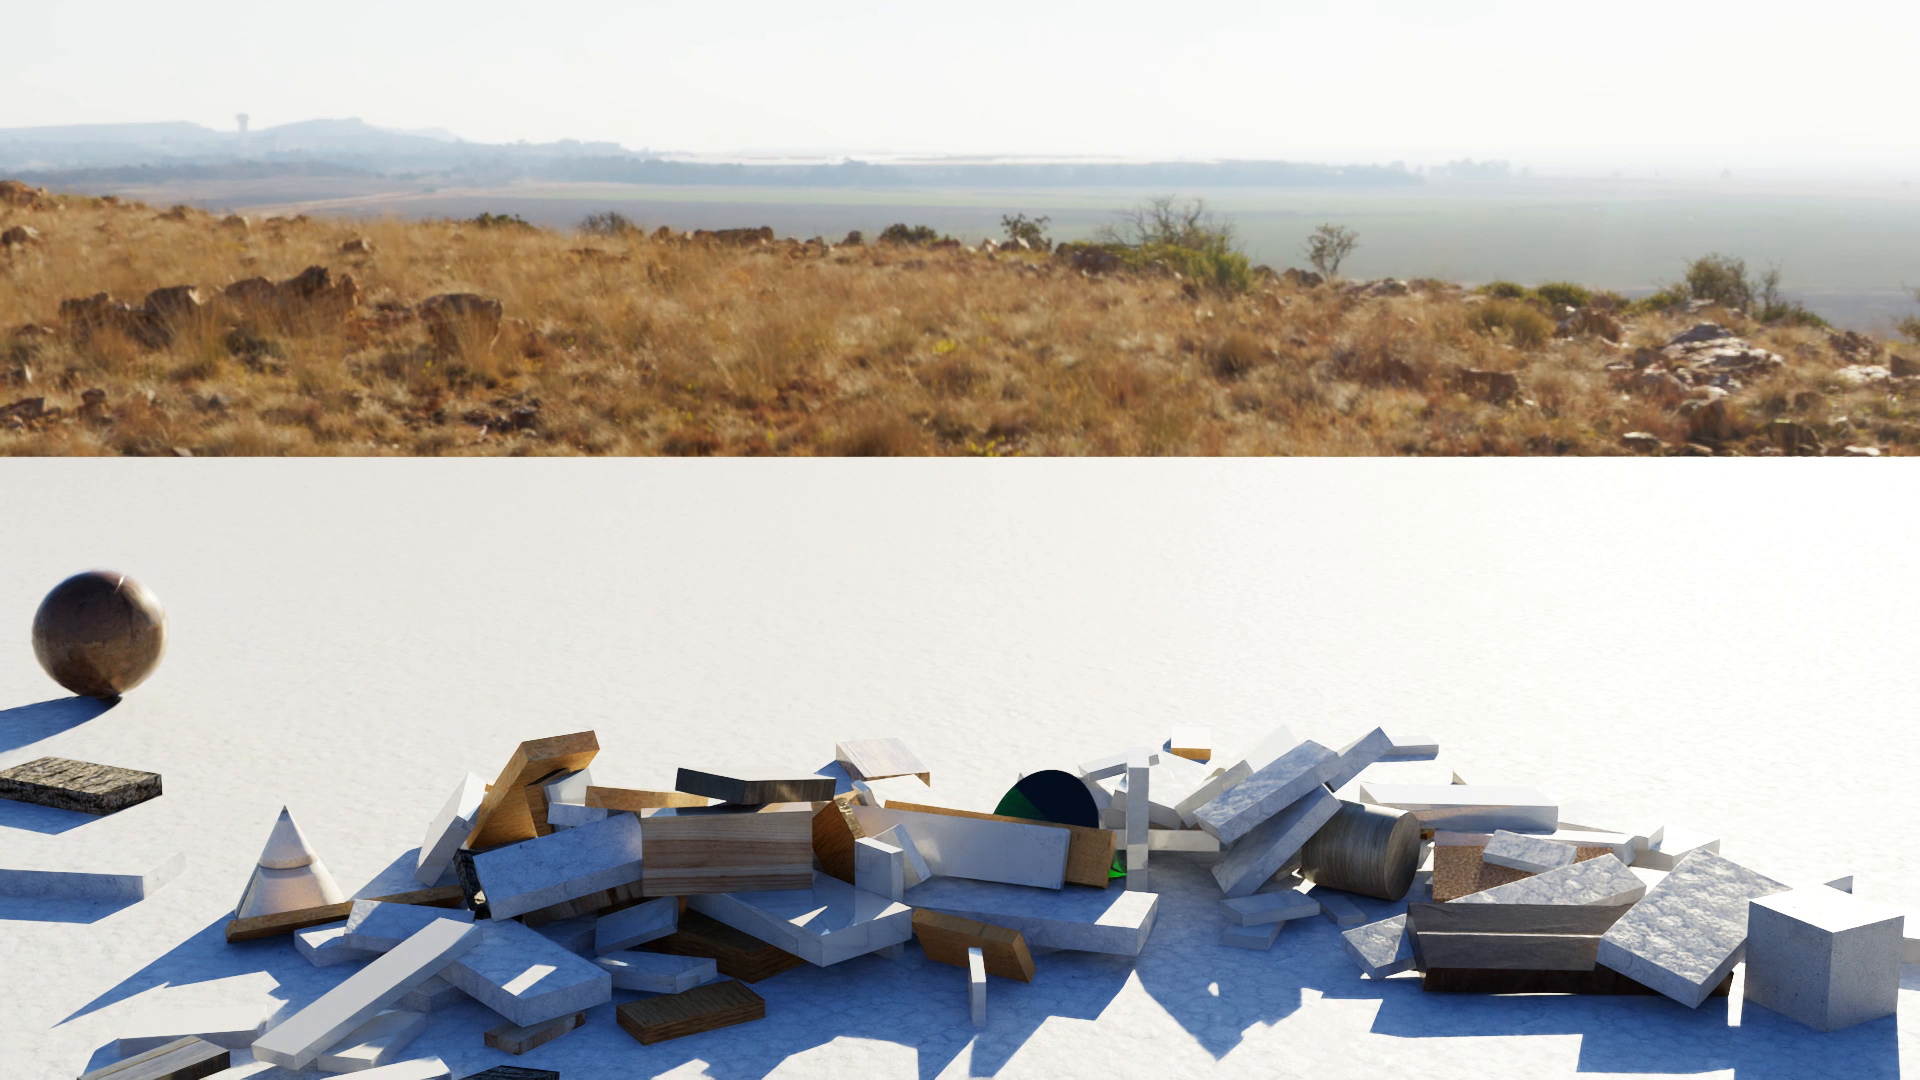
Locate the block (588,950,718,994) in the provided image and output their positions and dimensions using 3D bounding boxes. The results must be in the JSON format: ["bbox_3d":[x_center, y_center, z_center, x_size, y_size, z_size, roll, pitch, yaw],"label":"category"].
[{"bbox_3d":[-0.464,0.639,3.256,0.189,0.027,0.095,-2,5,32],"label":"block"}]

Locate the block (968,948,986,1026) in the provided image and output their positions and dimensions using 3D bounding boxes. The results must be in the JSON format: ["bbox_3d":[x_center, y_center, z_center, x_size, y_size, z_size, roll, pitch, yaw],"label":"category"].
[{"bbox_3d":[0.024,0.646,3.183,0.019,0.067,0.134,0,11,-2],"label":"block"}]

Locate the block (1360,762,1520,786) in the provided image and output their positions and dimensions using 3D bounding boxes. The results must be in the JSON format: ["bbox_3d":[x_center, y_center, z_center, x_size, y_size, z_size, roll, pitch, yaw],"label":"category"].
[{"bbox_3d":[0.917,0.480,4.147,0.292,0.041,0.146,7,13,34],"label":"block"}]

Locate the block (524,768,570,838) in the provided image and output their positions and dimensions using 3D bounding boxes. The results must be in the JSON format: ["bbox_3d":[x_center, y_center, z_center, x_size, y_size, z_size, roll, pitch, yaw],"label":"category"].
[{"bbox_3d":[-0.660,0.489,3.657,0.028,0.201,0.100,-13,6,23],"label":"block"}]

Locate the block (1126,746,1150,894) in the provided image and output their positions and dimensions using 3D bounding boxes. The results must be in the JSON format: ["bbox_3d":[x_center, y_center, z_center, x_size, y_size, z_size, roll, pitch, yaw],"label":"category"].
[{"bbox_3d":[0.293,0.474,3.639,0.034,0.239,0.119,1,11,3],"label":"block"}]

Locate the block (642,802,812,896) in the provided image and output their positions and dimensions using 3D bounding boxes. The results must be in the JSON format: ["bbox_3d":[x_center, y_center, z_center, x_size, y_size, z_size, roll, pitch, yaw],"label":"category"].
[{"bbox_3d":[-0.358,0.476,3.387,0.259,0.130,0.037,-1,15,-8],"label":"block"}]

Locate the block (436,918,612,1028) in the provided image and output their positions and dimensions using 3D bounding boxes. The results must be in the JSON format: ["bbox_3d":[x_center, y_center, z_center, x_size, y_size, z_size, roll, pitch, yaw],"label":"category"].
[{"bbox_3d":[-0.655,0.627,3.222,0.147,0.042,0.294,-9,16,-42],"label":"block"}]

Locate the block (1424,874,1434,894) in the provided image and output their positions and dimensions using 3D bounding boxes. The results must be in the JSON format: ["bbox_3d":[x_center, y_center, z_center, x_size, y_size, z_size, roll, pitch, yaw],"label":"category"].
[{"bbox_3d":[0.831,0.574,3.707,0.062,0.017,0.123,5,12,26],"label":"block"}]

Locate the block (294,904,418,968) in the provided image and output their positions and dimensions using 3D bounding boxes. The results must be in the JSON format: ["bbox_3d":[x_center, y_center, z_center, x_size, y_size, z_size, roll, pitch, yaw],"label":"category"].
[{"bbox_3d":[-0.925,0.618,3.440,0.201,0.028,0.100,-7,13,-34],"label":"block"}]

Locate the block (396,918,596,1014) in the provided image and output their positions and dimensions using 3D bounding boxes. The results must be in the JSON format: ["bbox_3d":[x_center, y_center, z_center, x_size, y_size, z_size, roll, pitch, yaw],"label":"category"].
[{"bbox_3d":[-0.701,0.639,3.333,0.091,0.026,0.347,7,13,34],"label":"block"}]

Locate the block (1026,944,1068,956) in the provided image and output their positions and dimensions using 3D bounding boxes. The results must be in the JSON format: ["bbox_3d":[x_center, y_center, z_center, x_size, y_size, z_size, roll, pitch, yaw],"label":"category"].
[{"bbox_3d":[0.157,0.616,3.461,0.171,0.024,0.085,-6,12,-29],"label":"block"}]

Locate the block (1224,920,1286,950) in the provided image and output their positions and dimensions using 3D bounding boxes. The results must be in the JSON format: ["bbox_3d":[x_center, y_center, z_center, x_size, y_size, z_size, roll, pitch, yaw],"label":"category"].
[{"bbox_3d":[0.469,0.613,3.490,0.071,0.020,0.142,4,11,19],"label":"block"}]

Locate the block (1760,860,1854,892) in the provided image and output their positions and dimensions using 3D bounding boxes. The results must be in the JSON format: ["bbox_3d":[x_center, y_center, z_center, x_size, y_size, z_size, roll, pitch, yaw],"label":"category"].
[{"bbox_3d":[1.399,0.575,3.679,0.179,0.025,0.090,-7,12,-32],"label":"block"}]

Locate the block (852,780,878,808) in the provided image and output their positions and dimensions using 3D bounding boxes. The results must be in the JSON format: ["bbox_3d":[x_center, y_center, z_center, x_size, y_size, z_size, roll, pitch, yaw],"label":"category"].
[{"bbox_3d":[-0.148,0.457,3.691,0.015,0.106,0.053,-27,19,-17],"label":"block"}]

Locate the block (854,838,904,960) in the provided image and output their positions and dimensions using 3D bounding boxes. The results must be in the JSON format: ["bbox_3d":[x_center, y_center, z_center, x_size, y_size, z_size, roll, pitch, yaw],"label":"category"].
[{"bbox_3d":[-0.125,0.553,3.398,0.024,0.171,0.085,-10,14,-42],"label":"block"}]

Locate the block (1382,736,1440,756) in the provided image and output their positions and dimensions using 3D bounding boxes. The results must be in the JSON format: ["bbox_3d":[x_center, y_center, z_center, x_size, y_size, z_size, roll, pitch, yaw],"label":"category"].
[{"bbox_3d":[0.906,0.422,4.518,0.139,0.020,0.069,-1,11,-7],"label":"block"}]

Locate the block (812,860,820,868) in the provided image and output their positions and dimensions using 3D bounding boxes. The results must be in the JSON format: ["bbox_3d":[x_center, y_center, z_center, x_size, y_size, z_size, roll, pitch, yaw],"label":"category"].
[{"bbox_3d":[-0.168,0.533,3.673,0.262,0.037,0.131,1,11,7],"label":"block"}]

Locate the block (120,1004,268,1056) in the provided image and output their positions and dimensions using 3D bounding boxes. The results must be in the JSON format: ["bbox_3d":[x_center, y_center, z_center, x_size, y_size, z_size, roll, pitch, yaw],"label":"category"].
[{"bbox_3d":[-1.072,0.686,3.080,0.183,0.026,0.091,-2,11,-10],"label":"block"}]

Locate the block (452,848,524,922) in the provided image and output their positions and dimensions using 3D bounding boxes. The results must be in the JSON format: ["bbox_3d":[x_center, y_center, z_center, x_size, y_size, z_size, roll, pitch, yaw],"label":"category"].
[{"bbox_3d":[-0.764,0.561,3.562,0.081,0.023,0.161,16,20,-31],"label":"block"}]

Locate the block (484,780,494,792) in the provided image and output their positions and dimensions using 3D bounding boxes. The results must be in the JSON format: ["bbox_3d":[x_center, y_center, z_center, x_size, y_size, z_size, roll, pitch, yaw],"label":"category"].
[{"bbox_3d":[-0.838,0.476,4.116,0.104,0.015,0.052,21,-1,-11],"label":"block"}]

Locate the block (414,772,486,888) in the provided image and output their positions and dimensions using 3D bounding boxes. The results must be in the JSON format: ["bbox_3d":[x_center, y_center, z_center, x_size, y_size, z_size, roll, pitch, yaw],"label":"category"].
[{"bbox_3d":[-0.883,0.499,3.816,0.037,0.129,0.258,35,4,-13],"label":"block"}]

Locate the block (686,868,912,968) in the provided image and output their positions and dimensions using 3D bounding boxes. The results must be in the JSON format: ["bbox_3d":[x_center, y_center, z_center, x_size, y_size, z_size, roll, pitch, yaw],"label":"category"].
[{"bbox_3d":[-0.252,0.567,3.393,0.172,0.049,0.345,-9,14,-41],"label":"block"}]

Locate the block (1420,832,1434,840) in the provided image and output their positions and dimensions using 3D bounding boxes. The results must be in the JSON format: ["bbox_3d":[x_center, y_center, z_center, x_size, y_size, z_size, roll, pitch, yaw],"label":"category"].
[{"bbox_3d":[0.854,0.517,4.012,0.062,0.017,0.123,9,14,39],"label":"block"}]

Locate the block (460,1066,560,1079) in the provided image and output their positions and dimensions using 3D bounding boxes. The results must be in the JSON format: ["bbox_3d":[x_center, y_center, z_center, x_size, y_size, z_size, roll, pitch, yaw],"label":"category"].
[{"bbox_3d":[-0.594,0.709,2.845,0.085,0.024,0.170,2,-4,15],"label":"block"}]

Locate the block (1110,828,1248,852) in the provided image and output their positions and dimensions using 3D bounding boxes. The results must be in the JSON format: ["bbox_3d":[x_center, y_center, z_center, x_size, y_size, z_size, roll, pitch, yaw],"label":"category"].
[{"bbox_3d":[0.363,0.517,3.792,0.239,0.034,0.120,-4,-8,31],"label":"block"}]

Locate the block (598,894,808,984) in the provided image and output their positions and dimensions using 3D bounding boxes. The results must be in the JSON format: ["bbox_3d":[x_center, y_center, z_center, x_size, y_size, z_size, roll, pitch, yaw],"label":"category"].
[{"bbox_3d":[-0.387,0.606,3.447,0.345,0.049,0.172,9,14,39],"label":"block"}]

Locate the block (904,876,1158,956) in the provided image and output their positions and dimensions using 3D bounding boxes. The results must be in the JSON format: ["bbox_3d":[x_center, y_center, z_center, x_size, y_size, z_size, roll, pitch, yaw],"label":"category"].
[{"bbox_3d":[0.102,0.584,3.448,0.391,0.044,0.157,3,11,16],"label":"block"}]

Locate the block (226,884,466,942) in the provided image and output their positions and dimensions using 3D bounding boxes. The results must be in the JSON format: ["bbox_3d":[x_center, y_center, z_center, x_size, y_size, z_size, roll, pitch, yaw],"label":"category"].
[{"bbox_3d":[-0.975,0.593,3.505,0.369,0.020,0.070,-6,-19,-27],"label":"block"}]

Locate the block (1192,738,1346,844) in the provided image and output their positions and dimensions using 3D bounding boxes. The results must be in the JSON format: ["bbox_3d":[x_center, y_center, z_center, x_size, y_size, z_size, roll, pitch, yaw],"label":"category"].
[{"bbox_3d":[0.514,0.418,3.668,0.238,0.034,0.119,-31,12,-9],"label":"block"}]

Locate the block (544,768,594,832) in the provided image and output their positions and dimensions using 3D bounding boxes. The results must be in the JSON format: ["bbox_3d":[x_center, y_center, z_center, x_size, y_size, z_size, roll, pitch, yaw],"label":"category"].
[{"bbox_3d":[-0.628,0.490,3.658,0.028,0.201,0.100,-13,5,23],"label":"block"}]

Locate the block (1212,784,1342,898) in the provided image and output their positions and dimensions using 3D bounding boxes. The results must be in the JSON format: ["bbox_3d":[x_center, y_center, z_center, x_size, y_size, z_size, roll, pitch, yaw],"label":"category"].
[{"bbox_3d":[0.524,0.495,3.651,0.034,0.239,0.119,44,4,-11],"label":"block"}]

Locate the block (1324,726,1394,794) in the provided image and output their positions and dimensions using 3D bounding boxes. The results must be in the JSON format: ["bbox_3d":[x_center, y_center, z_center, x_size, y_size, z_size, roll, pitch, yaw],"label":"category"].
[{"bbox_3d":[0.632,0.421,3.856,0.147,0.042,0.293,-33,-8,-26],"label":"block"}]

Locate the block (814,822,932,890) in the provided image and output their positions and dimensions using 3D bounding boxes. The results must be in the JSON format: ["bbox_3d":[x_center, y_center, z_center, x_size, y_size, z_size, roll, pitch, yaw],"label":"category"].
[{"bbox_3d":[-0.140,0.528,3.498,0.191,0.095,0.027,-32,-4,37],"label":"block"}]

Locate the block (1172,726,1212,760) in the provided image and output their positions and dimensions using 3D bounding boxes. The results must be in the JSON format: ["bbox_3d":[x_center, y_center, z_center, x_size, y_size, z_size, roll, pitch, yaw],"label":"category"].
[{"bbox_3d":[0.476,0.418,4.534,0.080,0.023,0.160,1,11,5],"label":"block"}]

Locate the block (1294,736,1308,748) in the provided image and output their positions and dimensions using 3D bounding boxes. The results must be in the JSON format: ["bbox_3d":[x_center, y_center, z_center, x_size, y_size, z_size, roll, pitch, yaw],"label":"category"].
[{"bbox_3d":[0.555,0.430,3.914,0.157,0.044,0.314,-37,-7,12],"label":"block"}]

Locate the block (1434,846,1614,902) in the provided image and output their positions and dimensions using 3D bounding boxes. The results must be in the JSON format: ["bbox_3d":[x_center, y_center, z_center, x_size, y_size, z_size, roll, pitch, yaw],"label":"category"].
[{"bbox_3d":[0.916,0.557,3.572,0.287,0.041,0.144,-1,28,13],"label":"block"}]

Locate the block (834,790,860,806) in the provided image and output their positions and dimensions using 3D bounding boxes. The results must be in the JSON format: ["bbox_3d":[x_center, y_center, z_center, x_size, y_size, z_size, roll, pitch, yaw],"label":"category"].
[{"bbox_3d":[-0.296,0.490,3.691,0.262,0.037,0.131,-17,8,7],"label":"block"}]

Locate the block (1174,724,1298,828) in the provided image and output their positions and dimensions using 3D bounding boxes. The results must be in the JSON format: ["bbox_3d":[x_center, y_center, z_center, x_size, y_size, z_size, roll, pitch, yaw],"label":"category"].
[{"bbox_3d":[0.497,0.419,3.940,0.157,0.044,0.314,-38,-7,21],"label":"block"}]

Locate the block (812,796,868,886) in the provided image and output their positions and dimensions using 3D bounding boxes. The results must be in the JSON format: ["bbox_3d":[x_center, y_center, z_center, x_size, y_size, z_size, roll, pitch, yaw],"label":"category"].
[{"bbox_3d":[-0.175,0.508,3.477,0.026,0.182,0.091,-7,-30,-50],"label":"block"}]

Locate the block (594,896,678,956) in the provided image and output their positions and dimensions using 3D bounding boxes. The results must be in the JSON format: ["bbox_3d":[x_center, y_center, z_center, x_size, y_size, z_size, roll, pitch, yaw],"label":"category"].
[{"bbox_3d":[-0.499,0.595,3.396,0.131,0.019,0.066,-19,36,9],"label":"block"}]

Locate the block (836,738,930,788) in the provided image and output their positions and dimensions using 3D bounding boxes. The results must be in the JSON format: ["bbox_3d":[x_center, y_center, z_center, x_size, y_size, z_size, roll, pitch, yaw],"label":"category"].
[{"bbox_3d":[-0.155,0.446,4.347,0.128,0.036,0.257,-3,11,-16],"label":"block"}]

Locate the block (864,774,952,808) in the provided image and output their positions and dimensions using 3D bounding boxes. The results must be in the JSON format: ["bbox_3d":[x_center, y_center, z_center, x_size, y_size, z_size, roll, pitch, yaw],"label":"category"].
[{"bbox_3d":[-0.083,0.484,3.903,0.118,0.033,0.236,-6,19,-27],"label":"block"}]

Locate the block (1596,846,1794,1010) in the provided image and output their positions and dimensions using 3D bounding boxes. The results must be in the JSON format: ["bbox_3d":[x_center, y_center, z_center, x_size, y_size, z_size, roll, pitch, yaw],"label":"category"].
[{"bbox_3d":[1.096,0.572,3.275,0.156,0.044,0.311,24,36,36],"label":"block"}]
